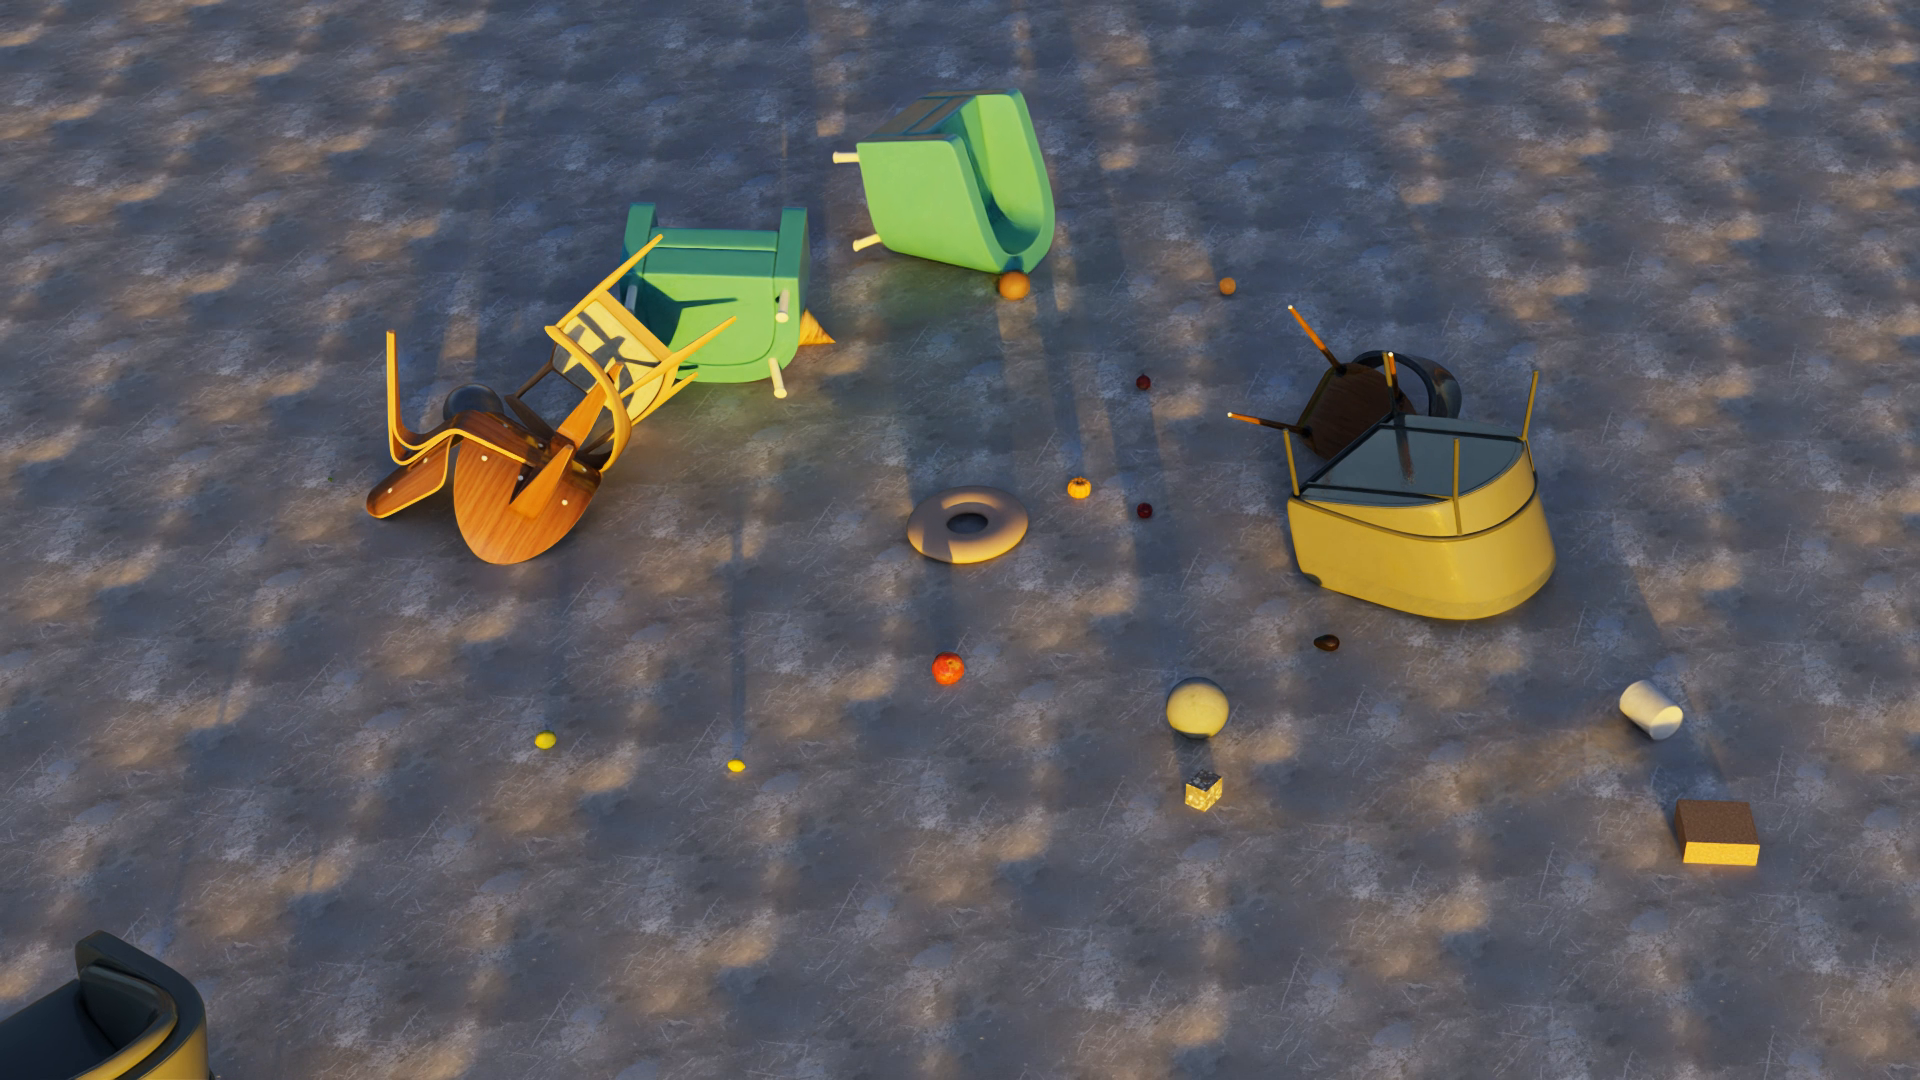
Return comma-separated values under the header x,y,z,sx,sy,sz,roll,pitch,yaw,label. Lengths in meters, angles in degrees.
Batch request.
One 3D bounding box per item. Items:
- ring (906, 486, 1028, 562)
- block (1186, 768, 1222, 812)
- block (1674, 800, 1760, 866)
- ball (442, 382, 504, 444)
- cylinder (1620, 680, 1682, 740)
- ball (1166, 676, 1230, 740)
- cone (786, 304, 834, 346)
x,y,z,sx,sy,sz,roll,pitch,yaw,label
0.029,-0.061,10.974,0.441,0.071,0.514,16,37,22,ring
0.800,0.821,9.625,0.076,0.081,0.100,22,39,30,block
2.436,0.940,9.441,0.229,0.084,0.220,2,33,3,block
-1.905,-0.495,11.479,0.239,0.239,0.239,0,33,0,ball
2.343,0.578,9.944,0.136,0.136,0.166,-6,32,-27,cylinder
0.801,0.567,9.890,0.213,0.213,0.213,0,33,0,ball
-0.599,-0.855,12.166,0.184,0.186,0.192,22,26,-16,cone
